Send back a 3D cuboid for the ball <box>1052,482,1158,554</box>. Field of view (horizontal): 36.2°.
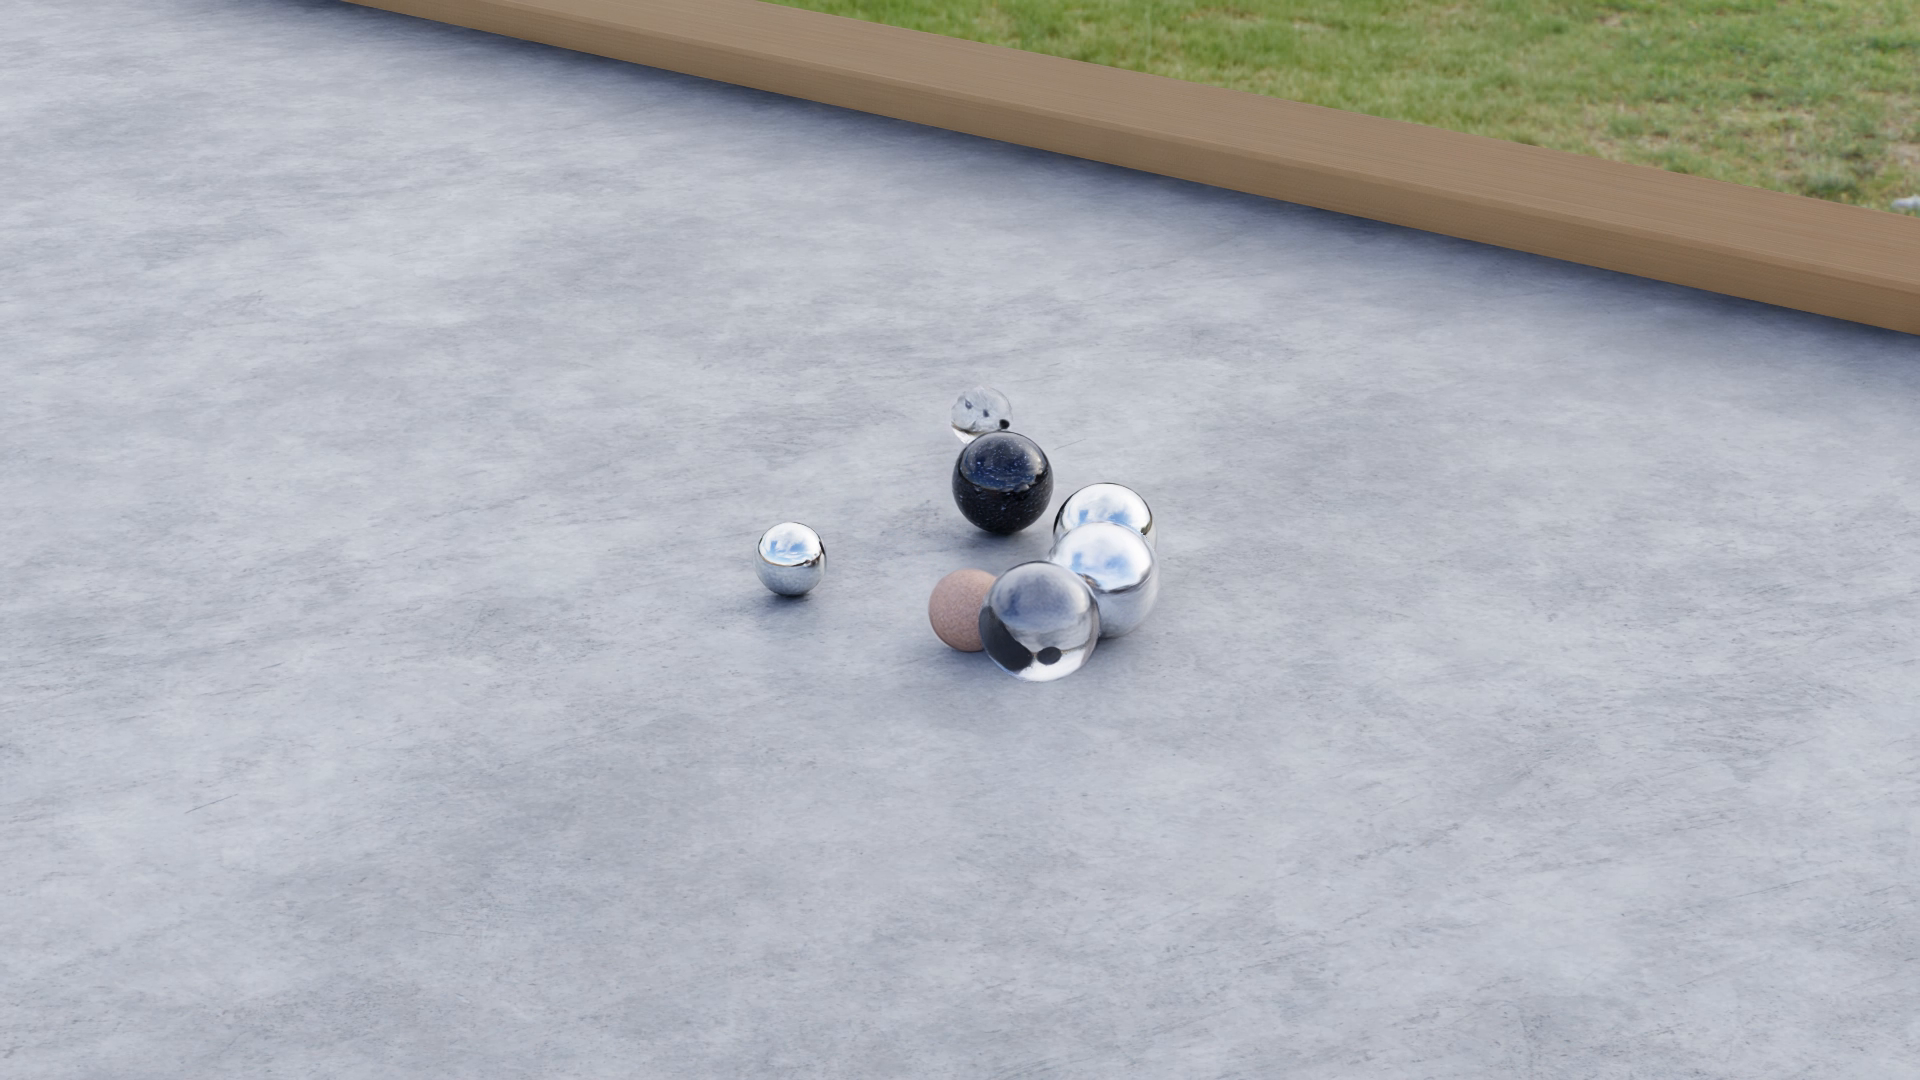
[{"bbox_3d":[0.124,-0.004,2.508,0.090,0.090,0.090,0,22,0],"label":"ball"}]

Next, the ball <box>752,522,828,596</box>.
[{"bbox_3d":[-0.144,0.016,2.493,0.064,0.064,0.064,0,22,0],"label":"ball"}]

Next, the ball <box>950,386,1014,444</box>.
[{"bbox_3d":[0.021,-0.118,2.829,0.060,0.060,0.060,0,22,0],"label":"ball"}]

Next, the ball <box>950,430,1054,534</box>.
[{"bbox_3d":[0.038,-0.051,2.622,0.092,0.092,0.092,0,22,0],"label":"ball"}]

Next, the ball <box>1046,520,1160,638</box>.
[{"bbox_3d":[0.116,0.032,2.409,0.096,0.096,0.096,0,22,0],"label":"ball"}]

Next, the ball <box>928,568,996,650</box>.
[{"bbox_3d":[0.007,0.056,2.389,0.067,0.067,0.067,0,22,0],"label":"ball"}]

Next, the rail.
[{"bbox_3d":[-0.072,-0.624,3.989,4.416,0.125,0.045,18,28,37],"label":"rail"}]

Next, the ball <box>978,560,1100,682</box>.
[{"bbox_3d":[0.063,0.065,2.329,0.097,0.097,0.097,0,22,0],"label":"ball"}]
